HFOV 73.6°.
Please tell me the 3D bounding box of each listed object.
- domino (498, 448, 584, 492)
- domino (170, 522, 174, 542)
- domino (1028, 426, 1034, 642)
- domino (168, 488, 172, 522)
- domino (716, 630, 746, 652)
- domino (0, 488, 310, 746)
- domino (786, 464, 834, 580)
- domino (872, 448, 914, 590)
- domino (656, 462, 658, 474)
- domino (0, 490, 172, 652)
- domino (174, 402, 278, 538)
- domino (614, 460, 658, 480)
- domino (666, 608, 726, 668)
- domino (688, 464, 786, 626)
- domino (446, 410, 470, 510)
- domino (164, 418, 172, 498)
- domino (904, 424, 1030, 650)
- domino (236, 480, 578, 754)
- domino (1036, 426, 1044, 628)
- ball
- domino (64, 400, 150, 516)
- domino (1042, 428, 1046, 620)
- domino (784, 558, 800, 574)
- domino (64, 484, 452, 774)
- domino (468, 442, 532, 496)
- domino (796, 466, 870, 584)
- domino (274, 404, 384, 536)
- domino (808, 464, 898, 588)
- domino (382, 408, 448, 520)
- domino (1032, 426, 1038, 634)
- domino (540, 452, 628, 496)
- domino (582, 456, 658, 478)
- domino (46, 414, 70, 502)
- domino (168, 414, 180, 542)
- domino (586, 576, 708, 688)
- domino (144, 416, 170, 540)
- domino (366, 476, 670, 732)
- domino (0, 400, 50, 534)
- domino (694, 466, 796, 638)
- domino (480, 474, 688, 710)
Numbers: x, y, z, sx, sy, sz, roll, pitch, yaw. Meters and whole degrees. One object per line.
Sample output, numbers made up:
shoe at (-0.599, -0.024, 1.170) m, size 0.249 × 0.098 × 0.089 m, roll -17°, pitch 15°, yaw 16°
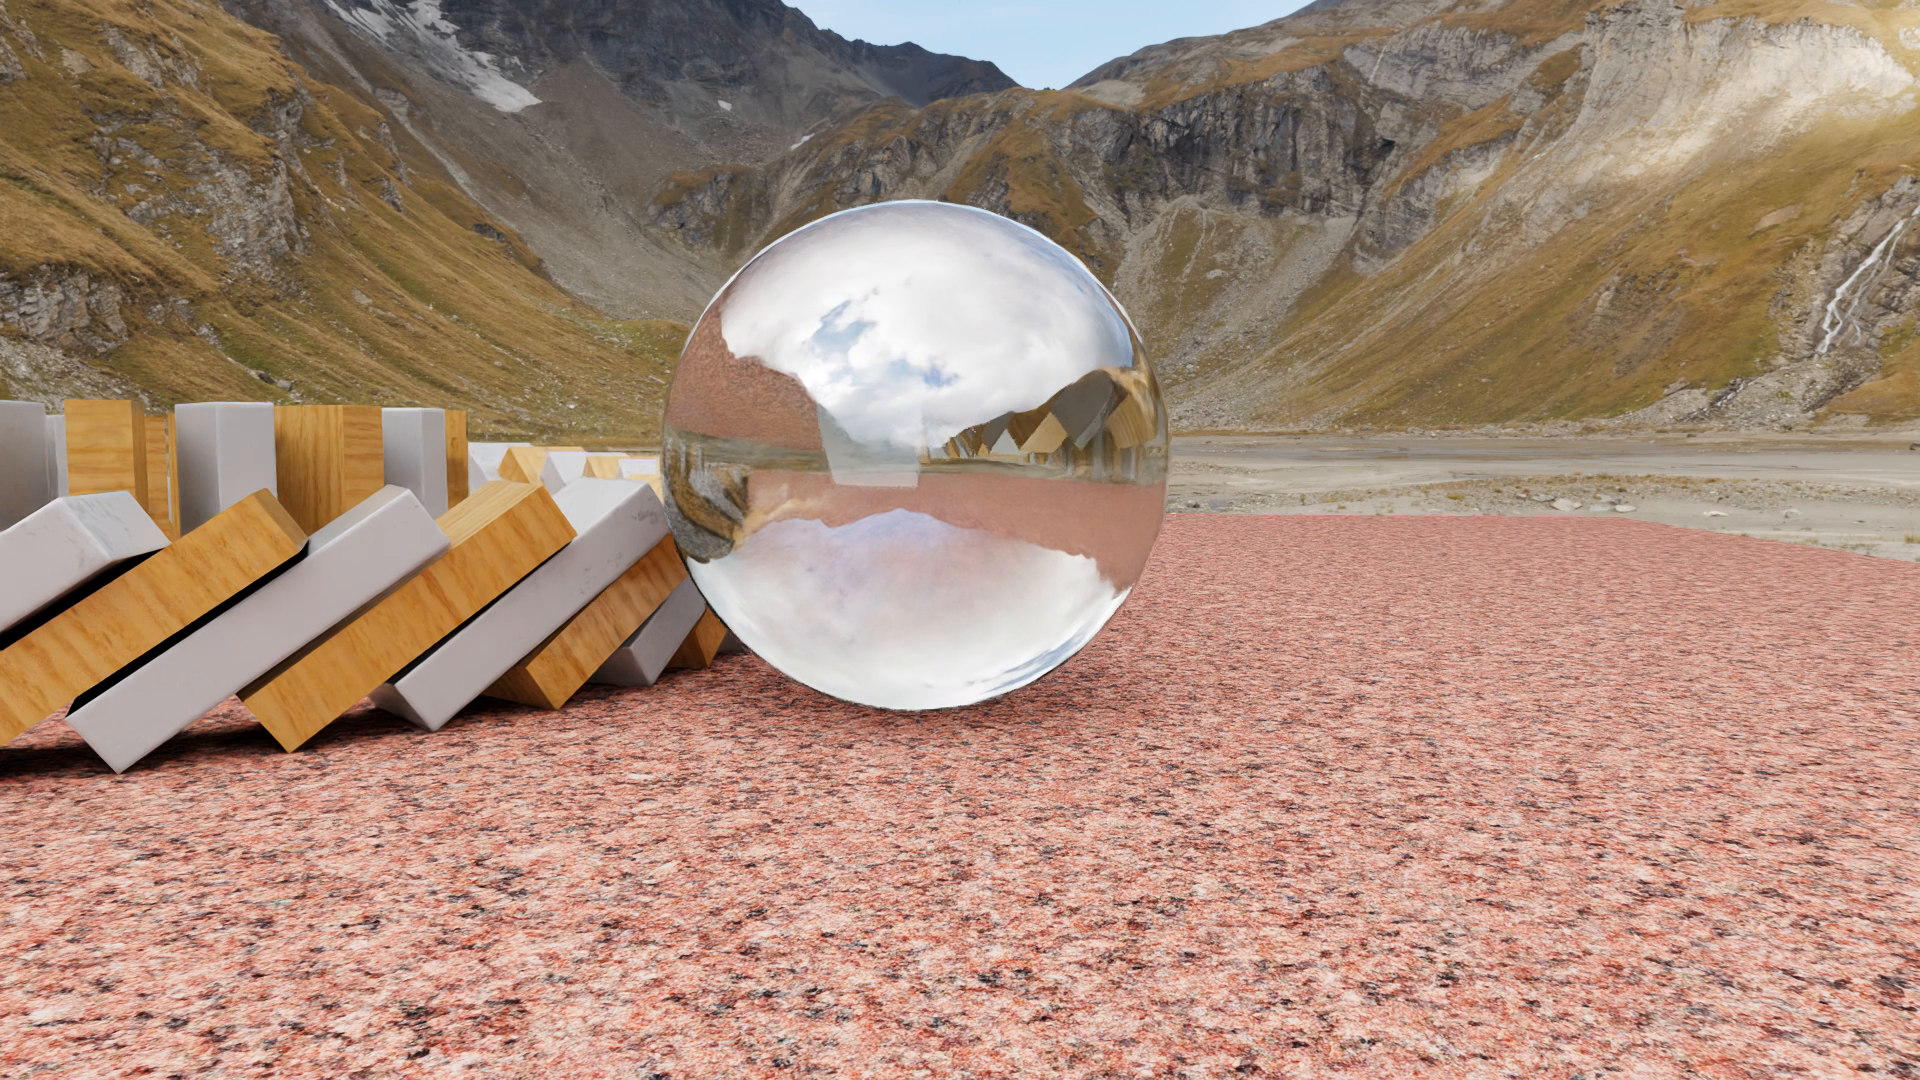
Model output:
domino at (-0.115, -0.007, 0.383) m, size 0.025 × 0.009 × 0.050 m, roll -5°, pitch 51°, yaw -51°
domino at (-0.273, -0.007, 0.424) m, size 0.050 × 0.009 × 0.025 m, roll 37°, pitch -15°, yaw -28°
domino at (0.004, -0.002, 0.284) m, size 0.025 × 0.050 × 0.009 m, roll 0°, pitch -30°, yaw 2°
domino at (-0.258, -0.008, 0.436) m, size 0.050 × 0.010 × 0.025 m, roll 35°, pitch -9°, yaw -20°
domino at (-0.053, 0.003, 0.280) m, size 0.025 × 0.009 × 0.050 m, roll 1°, pitch 40°, yaw 10°
domino at (-0.114, 0.012, 0.173) m, size 0.050 × 0.009 × 0.025 m, roll -38°, pitch 18°, yaw -17°
domino at (-0.053, -0.007, 0.423) m, size 0.025 × 0.009 × 0.050 m, roll -4°, pitch 40°, yaw -46°
domino at (-0.009, -0.007, 0.384) m, size 0.025 × 0.010 × 0.050 m, roll 0°, pitch 47°, yaw -17°
domino at (-0.064, -0.001, 0.333) m, size 0.025 × 0.010 × 0.050 m, roll -1°, pitch 42°, yaw -17°
domino at (-0.130, 0.012, 0.164) m, size 0.050 × 0.010 × 0.025 m, roll -36°, pitch 13°, yaw -11°
domino at (-0.138, -0.001, 0.242) m, size 0.025 × 0.050 × 0.009 m, roll 4°, pitch 6°, yaw 44°
domino at (-0.076, -0.003, 0.348) m, size 0.025 × 0.009 × 0.050 m, roll -2°, pitch 43°, yaw -29°
domino at (-0.056, 0.005, 0.263) m, size 0.025 × 0.009 × 0.050 m, roll 1°, pitch 39°, yaw 14°
domino at (-0.056, 0.000, 0.316) m, size 0.025 × 0.009 × 0.050 m, roll 0°, pitch 41°, yaw -4°
domino at (-0.126, -0.004, 0.293) m, size 0.025 × 0.050 × 0.010 m, roll -2°, pitch 5°, yaw -20°
domino at (-0.222, -0.011, 0.372) m, size 0.010 × 0.050 × 0.025 m, roll -13°, pitch 11°, yaw -34°
domino at (0.002, -0.001, 0.273) m, size 0.025 × 0.050 × 0.010 m, roll 0°, pitch -30°, yaw 2°
domino at (-0.085, 0.010, 0.196) m, size 0.050 × 0.010 × 0.025 m, roll -42°, pitch 27°, yaw -26°
domino at (0.007, -0.004, 0.307) m, size 0.025 × 0.050 × 0.009 m, roll 0°, pitch -30°, yaw 2°
ball at (-0.007, -0.013, 0.204) m, size 0.080 × 0.080 × 0.080 m, roll 0°, pitch 4°, yaw 0°
domino at (-0.153, 0.000, 0.232) m, size 0.010 × 0.050 × 0.025 m, roll -2°, pitch 5°, yaw -28°
domino at (0.008, -0.005, 0.319) m, size 0.025 × 0.050 × 0.010 m, roll 0°, pitch -31°, yaw 2°
domino at (-0.068, -0.008, 0.434) m, size 0.050 × 0.009 × 0.025 m, roll 42°, pitch 28°, yaw 29°
domino at (-0.099, 0.011, 0.184) m, size 0.050 × 0.009 × 0.025 m, roll -40°, pitch 22°, yaw -22°
domino at (-0.131, -0.008, 0.390) m, size 0.009 × 0.050 × 0.025 m, roll -46°, pitch -18°, yaw 24°
domino at (-0.038, -0.006, 0.411) m, size 0.025 × 0.010 × 0.050 m, roll -4°, pitch 39°, yaw -39°
domino at (-0.129, -0.002, 0.258) m, size 0.025 × 0.050 × 0.009 m, roll 2°, pitch 5°, yaw 22°
domino at (-0.025, -0.005, 0.398) m, size 0.025 × 0.010 × 0.050 m, roll -3°, pitch 39°, yaw -34°
domino at (-0.124, -0.003, 0.275) m, size 0.025 × 0.050 × 0.010 m, roll 1°, pitch 4°, yaw 7°
domino at (0.005, -0.003, 0.296) m, size 0.025 × 0.050 × 0.009 m, roll 0°, pitch -30°, yaw 2°
domino at (-0.100, -0.005, 0.373) m, size 0.025 × 0.009 × 0.050 m, roll -4°, pitch 47°, yaw -43°
domino at (-0.087, -0.004, 0.362) m, size 0.025 × 0.009 × 0.050 m, roll -3°, pitch 44°, yaw -35°
domino at (-0.244, -0.009, 0.347) m, size 0.025 × 0.050 × 0.009 m, roll 3°, pitch 5°, yaw 34°
domino at (-0.183, -0.006, 0.315) m, size 0.025 × 0.050 × 0.010 m, roll 3°, pitch 5°, yaw 38°
domino at (-0.058, 0.006, 0.244) m, size 0.025 × 0.009 × 0.050 m, roll 2°, pitch 39°, yaw 23°
domino at (-0.233, -0.010, 0.362) m, size 0.025 × 0.050 × 0.010 m, roll 4°, pitch 6°, yaw 42°
domino at (-0.073, 0.009, 0.209) m, size 0.025 × 0.009 × 0.050 m, roll 6°, pitch 42°, yaw 47°
domino at (-0.170, 0.001, 0.225) m, size 0.010 × 0.050 × 0.025 m, roll -1°, pitch 4°, yaw -15°
domino at (-0.054, 0.002, 0.298) m, size 0.025 × 0.009 × 0.050 m, roll 0°, pitch 40°, yaw 3°
domino at (-0.064, 0.007, 0.225) m, size 0.025 × 0.009 × 0.050 m, roll 4°, pitch 41°, yaw 37°
